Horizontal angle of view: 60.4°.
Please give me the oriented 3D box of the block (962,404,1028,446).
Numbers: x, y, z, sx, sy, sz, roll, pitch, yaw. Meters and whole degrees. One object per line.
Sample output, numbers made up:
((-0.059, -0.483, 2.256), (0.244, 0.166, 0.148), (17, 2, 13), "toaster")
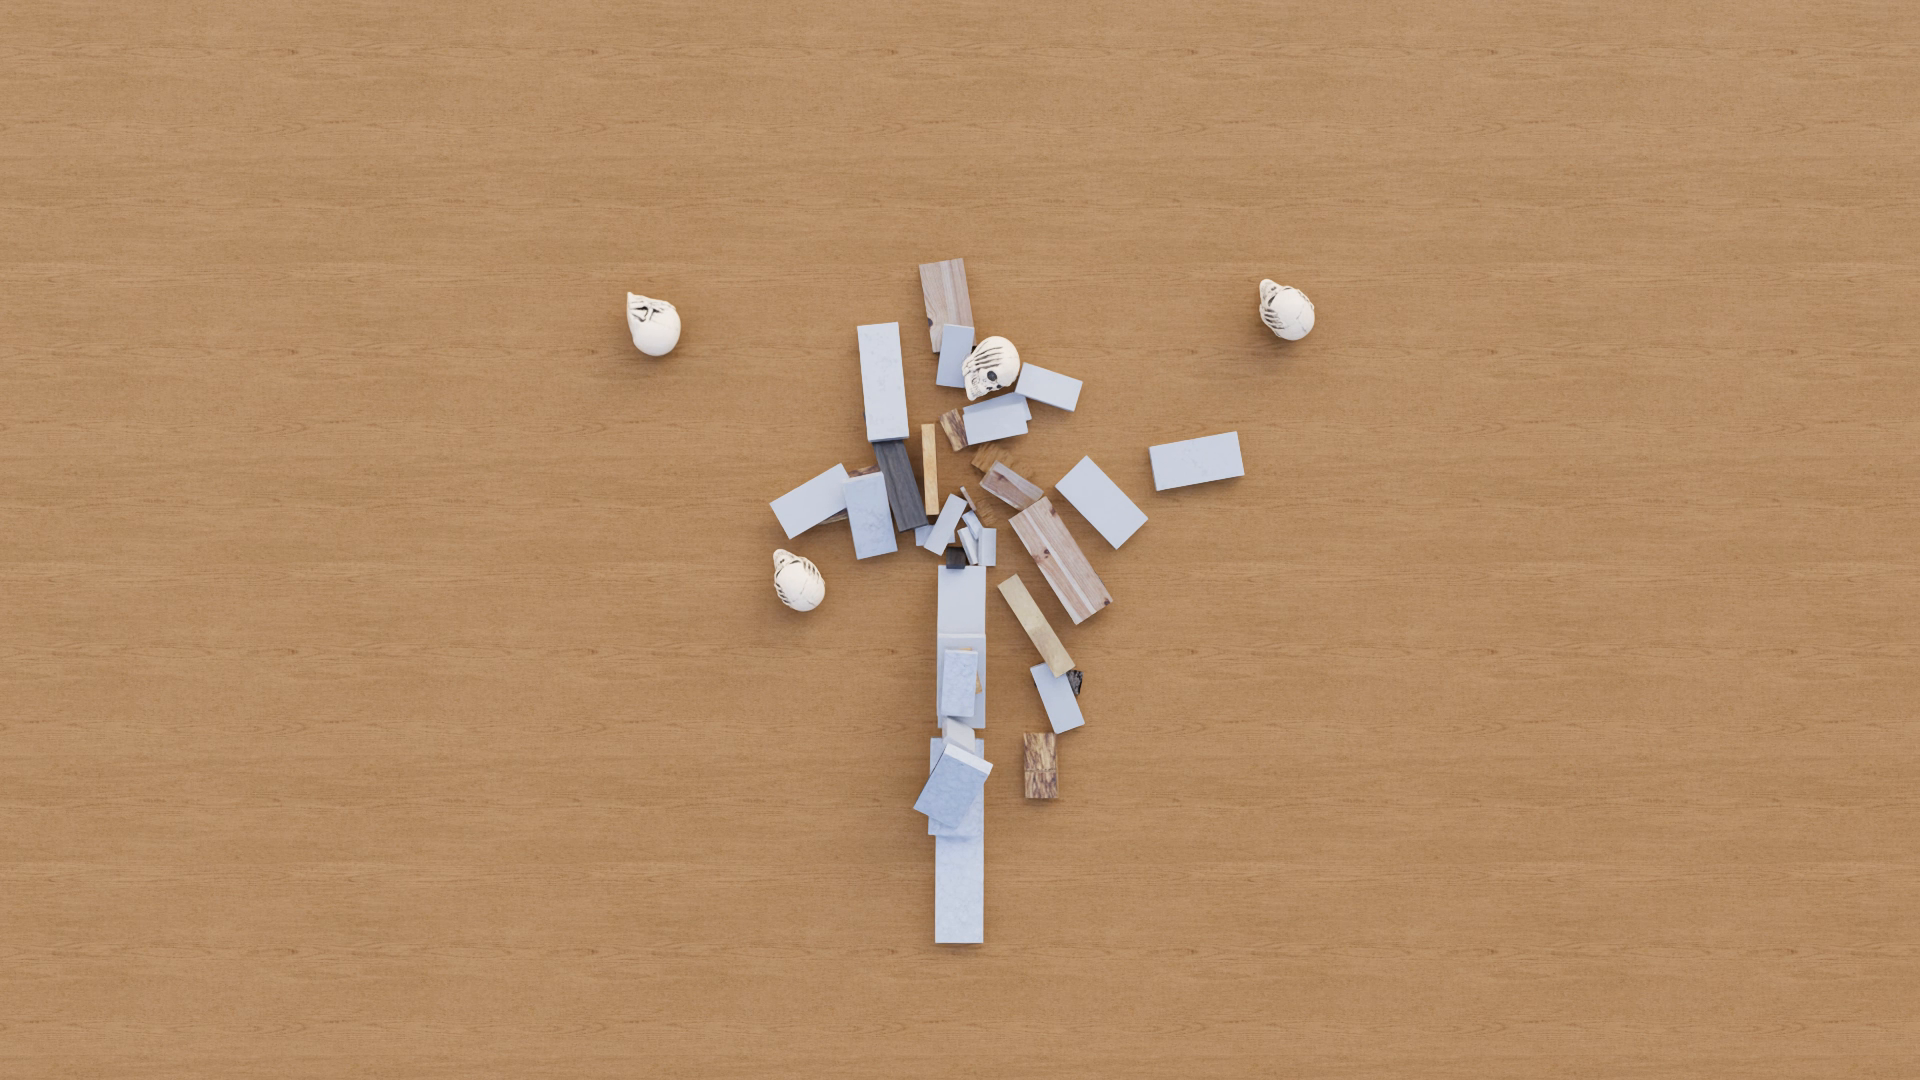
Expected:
((0.117, -0.383, 5.456), (0.201, 0.028, 0.100), (-12, 90, 0), "block")

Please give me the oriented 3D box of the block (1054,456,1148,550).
((0.469, -0.125, 5.479), (0.147, 0.042, 0.293), (-44, 90, 0), "block")

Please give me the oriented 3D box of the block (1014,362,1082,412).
((0.292, -0.506, 5.468), (0.207, 0.029, 0.104), (18, 85, -7), "block")

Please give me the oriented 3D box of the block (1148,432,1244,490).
((0.784, -0.262, 5.479), (0.293, 0.042, 0.147), (-10, 90, 0), "block")

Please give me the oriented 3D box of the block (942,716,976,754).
((-0.005, 0.632, 5.313), (0.107, 0.213, 0.030), (34, 101, -7), "block")

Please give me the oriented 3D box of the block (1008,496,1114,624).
((0.332, 0.067, 5.448), (0.147, 0.042, 0.412), (-33, 91, 0), "block")

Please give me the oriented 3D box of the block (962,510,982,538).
((0.046, -0.051, 5.480), (0.046, 0.013, 0.092), (-31, 90, -43), "block")

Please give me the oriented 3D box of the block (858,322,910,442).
((-0.253, -0.522, 5.453), (0.135, 0.038, 0.387), (-6, 82, 0), "block")

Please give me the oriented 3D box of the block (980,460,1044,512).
((0.171, -0.172, 5.443), (0.195, 0.028, 0.098), (32, 100, -22), "block")

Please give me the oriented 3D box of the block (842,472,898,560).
((-0.297, -0.080, 5.425), (0.135, 0.038, 0.270), (-12, 111, -7), "block")

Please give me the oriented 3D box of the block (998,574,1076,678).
((0.252, 0.284, 5.450), (0.076, 0.022, 0.365), (-32, 77, 0), "block")

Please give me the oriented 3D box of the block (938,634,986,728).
((0.005, 0.462, 5.405), (0.155, 0.044, 0.310), (0, 103, 0), "block")

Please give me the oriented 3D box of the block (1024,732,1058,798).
((0.269, 0.746, 5.470), (0.107, 0.030, 0.213), (-2, 90, 17), "block")

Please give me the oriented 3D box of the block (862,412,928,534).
((-0.212, -0.236, 5.437), (0.100, 0.028, 0.424), (-17, 77, -3), "block")

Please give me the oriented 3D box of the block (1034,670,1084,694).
((0.329, 0.462, 5.489), (0.152, 0.022, 0.076), (11, 90, 0), "block")

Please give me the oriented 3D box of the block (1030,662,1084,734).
((0.323, 0.516, 5.466), (0.103, 0.029, 0.237), (-21, 97, 5), "block")

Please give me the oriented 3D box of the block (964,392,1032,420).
((0.124, -0.420, 5.485), (0.207, 0.029, 0.104), (-17, 90, 0), "block")

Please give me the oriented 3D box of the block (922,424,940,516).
((-0.097, -0.229, 5.427), (0.042, 0.147, 0.293), (-3, 90, 0), "block")

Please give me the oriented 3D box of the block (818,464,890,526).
((-0.345, -0.156, 5.479), (0.293, 0.042, 0.147), (-15, 90, 0), "block")

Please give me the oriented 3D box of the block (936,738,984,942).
((-0.001, 0.997, 5.478), (0.158, 0.045, 0.670), (0, 90, 0), "block")

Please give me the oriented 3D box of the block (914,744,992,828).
((-0.024, 0.791, 5.287), (0.158, 0.045, 0.316), (26, 133, 0), "block")

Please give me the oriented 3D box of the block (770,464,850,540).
((-0.476, -0.128, 5.439), (0.270, 0.038, 0.135), (-30, 90, 0), "block")

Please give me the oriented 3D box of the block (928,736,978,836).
((-0.021, 0.811, 5.433), (0.158, 0.045, 0.316), (2, 90, 0), "block")

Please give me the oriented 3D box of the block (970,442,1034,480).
((0.139, -0.244, 5.486), (0.195, 0.028, 0.098), (34, 90, 0), "block")

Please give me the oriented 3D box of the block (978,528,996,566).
((0.090, 0.023, 5.473), (0.062, 0.018, 0.124), (1, 90, -41), "block")

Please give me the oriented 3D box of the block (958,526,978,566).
((0.039, 0.017, 5.472), (0.062, 0.018, 0.124), (-21, 90, -44), "block")

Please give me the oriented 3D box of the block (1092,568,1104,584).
((0.384, 0.099, 5.486), (0.098, 0.028, 0.195), (-36, 90, 0), "block")

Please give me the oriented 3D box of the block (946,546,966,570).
((-0.014, 0.059, 5.441), (0.062, 0.124, 0.018), (1, 117, 0), "block")

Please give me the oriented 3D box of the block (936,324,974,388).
((-0.017, -0.608, 5.451), (0.100, 0.028, 0.201), (7, 108, -5), "block")

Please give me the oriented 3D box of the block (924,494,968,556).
((-0.047, -0.051, 5.472), (0.065, 0.018, 0.199), (26, 90, 0), "block")

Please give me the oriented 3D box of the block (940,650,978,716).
((-0.002, 0.464, 5.345), (0.107, 0.030, 0.213), (4, 103, -1), "block")

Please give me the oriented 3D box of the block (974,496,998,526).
((0.086, -0.095, 5.493), (0.046, 0.013, 0.092), (-30, 90, 0), "block")

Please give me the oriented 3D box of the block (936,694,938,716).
((0.002, 0.426, 5.478), (0.155, 0.044, 0.311), (0, 90, 0), "block")

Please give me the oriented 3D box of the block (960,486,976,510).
((0.027, -0.138, 5.477), (0.013, 0.046, 0.092), (-30, 90, 0), "block")

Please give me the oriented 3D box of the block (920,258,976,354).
((-0.040, -0.777, 5.479), (0.147, 0.042, 0.293), (-9, 90, 0), "block")

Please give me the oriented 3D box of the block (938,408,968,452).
((-0.016, -0.365, 5.491), (0.065, 0.018, 0.130), (-25, 90, 0), "block")

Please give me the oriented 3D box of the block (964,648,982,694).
((0.017, 0.431, 5.364), (0.076, 0.022, 0.152), (-14, 103, 3), "block")

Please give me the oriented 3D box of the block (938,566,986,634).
((0.005, 0.240, 5.434), (0.155, 0.044, 0.310), (1, 90, 0), "block")

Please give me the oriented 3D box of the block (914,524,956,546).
((-0.083, -0.018, 5.491), (0.130, 0.018, 0.065), (-5, 90, 0), "block")
